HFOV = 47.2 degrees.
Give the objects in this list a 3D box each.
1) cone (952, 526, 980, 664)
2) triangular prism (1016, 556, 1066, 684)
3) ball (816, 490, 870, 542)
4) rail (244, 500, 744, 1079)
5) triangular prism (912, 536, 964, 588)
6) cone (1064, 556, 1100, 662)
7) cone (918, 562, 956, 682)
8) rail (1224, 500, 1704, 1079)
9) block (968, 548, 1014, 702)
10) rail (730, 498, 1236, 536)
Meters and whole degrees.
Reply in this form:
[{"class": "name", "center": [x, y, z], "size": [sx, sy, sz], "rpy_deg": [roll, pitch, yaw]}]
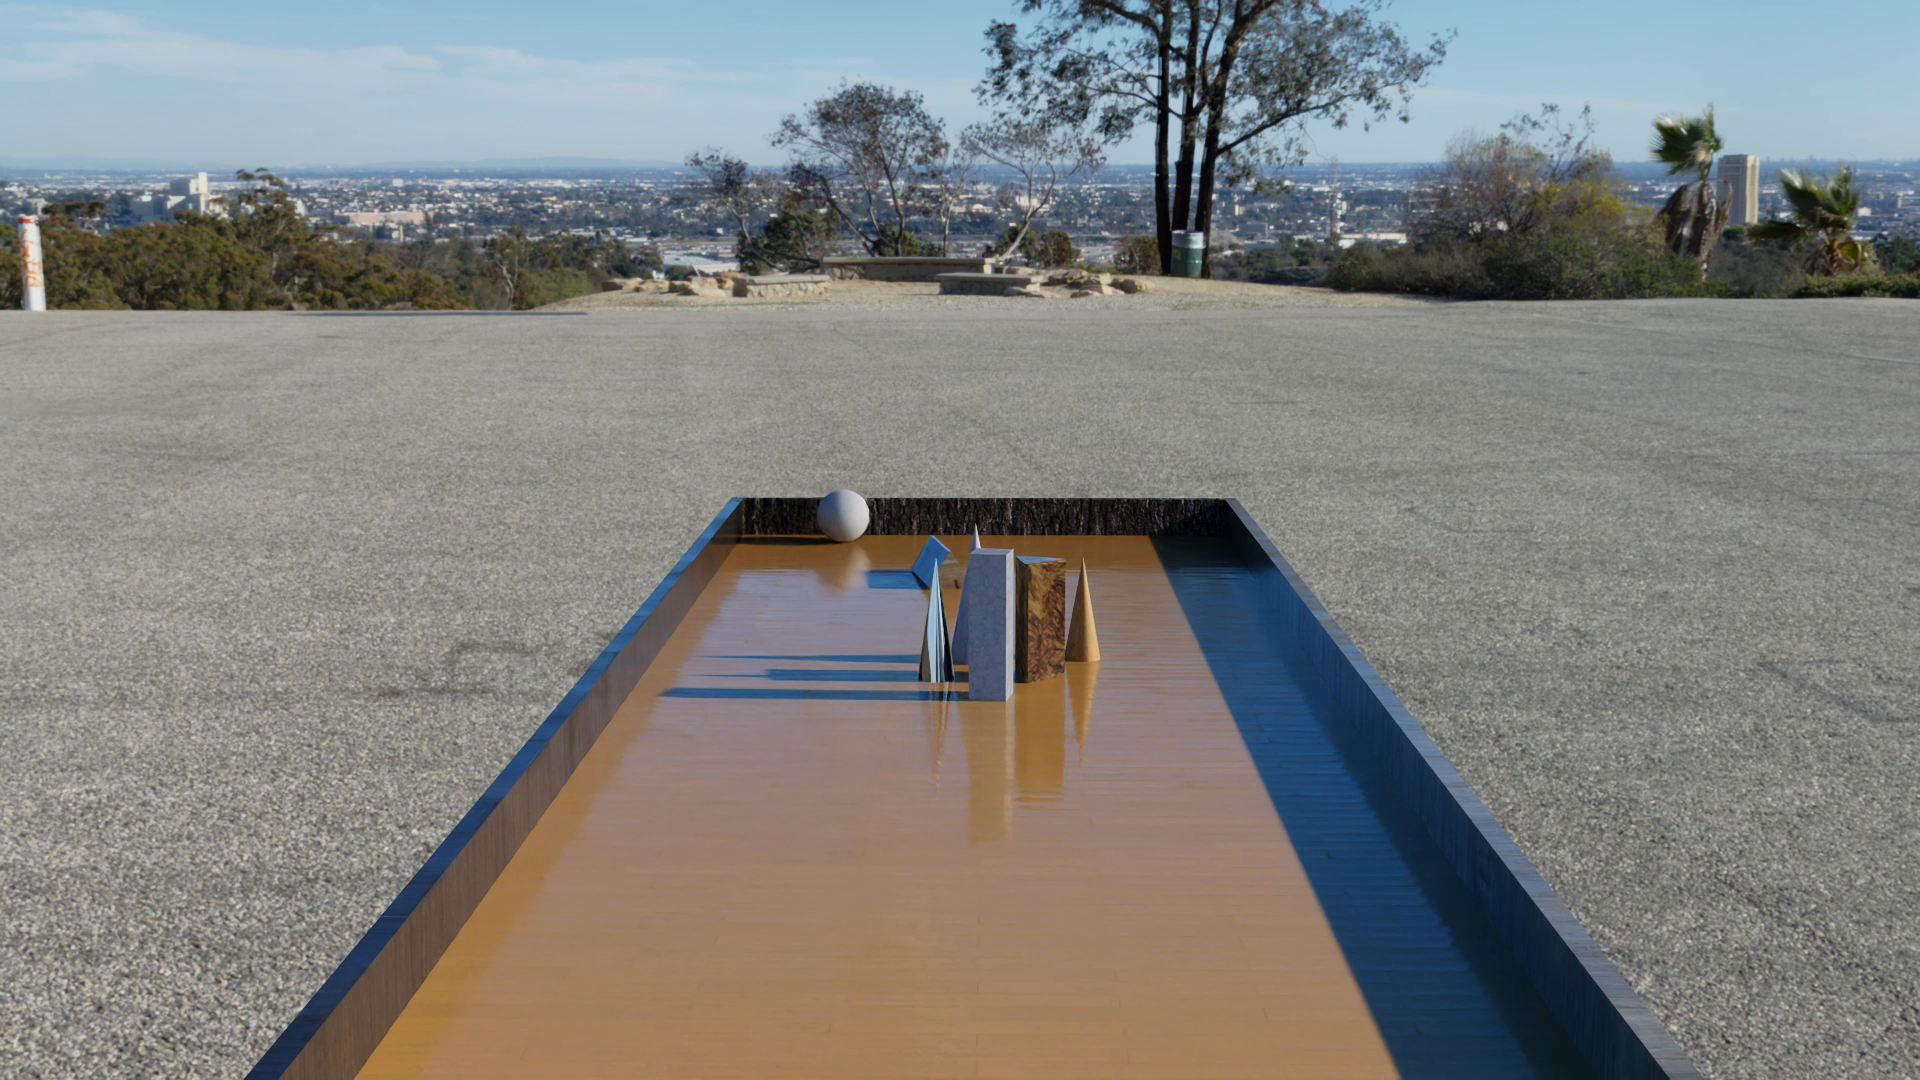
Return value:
[{"class": "cone", "center": [0.047, 0.155, 6.673], "size": [0.161, 0.425, 0.161], "rpy_deg": [0, 9, 0]}, {"class": "triangular prism", "center": [0.208, 0.227, 6.455], "size": [0.152, 0.350, 0.131], "rpy_deg": [-7, 12, -39]}, {"class": "ball", "center": [-0.475, -0.099, 8.945], "size": [0.215, 0.215, 0.215], "rpy_deg": [0, 9, 0]}, {"class": "rail", "center": [-1.004, 0.839, 3.234], "size": [0.050, 0.150, 12.000], "rpy_deg": [0, 9, 1]}, {"class": "triangular prism", "center": [-0.071, 0.077, 8.081], "size": [0.153, 0.132, 0.399], "rpy_deg": [-2, 9, -10]}, {"class": "cone", "center": [0.374, 0.205, 6.705], "size": [0.111, 0.317, 0.111], "rpy_deg": [0, 9, 0]}, {"class": "cone", "center": [-0.070, 0.227, 6.423], "size": [0.113, 0.361, 0.113], "rpy_deg": [0, 9, 0]}, {"class": "rail", "center": [1.046, 0.843, 3.208], "size": [0.050, 0.150, 12.000], "rpy_deg": [0, 9, 1]}, {"class": "block", "center": [0.088, 0.237, 6.185], "size": [0.106, 0.415, 0.106], "rpy_deg": [2, 9, 12]}, {"class": "rail", "center": [0.099, -0.098, 9.147], "size": [2.100, 0.150, 0.050], "rpy_deg": [0, 9, 1]}]
